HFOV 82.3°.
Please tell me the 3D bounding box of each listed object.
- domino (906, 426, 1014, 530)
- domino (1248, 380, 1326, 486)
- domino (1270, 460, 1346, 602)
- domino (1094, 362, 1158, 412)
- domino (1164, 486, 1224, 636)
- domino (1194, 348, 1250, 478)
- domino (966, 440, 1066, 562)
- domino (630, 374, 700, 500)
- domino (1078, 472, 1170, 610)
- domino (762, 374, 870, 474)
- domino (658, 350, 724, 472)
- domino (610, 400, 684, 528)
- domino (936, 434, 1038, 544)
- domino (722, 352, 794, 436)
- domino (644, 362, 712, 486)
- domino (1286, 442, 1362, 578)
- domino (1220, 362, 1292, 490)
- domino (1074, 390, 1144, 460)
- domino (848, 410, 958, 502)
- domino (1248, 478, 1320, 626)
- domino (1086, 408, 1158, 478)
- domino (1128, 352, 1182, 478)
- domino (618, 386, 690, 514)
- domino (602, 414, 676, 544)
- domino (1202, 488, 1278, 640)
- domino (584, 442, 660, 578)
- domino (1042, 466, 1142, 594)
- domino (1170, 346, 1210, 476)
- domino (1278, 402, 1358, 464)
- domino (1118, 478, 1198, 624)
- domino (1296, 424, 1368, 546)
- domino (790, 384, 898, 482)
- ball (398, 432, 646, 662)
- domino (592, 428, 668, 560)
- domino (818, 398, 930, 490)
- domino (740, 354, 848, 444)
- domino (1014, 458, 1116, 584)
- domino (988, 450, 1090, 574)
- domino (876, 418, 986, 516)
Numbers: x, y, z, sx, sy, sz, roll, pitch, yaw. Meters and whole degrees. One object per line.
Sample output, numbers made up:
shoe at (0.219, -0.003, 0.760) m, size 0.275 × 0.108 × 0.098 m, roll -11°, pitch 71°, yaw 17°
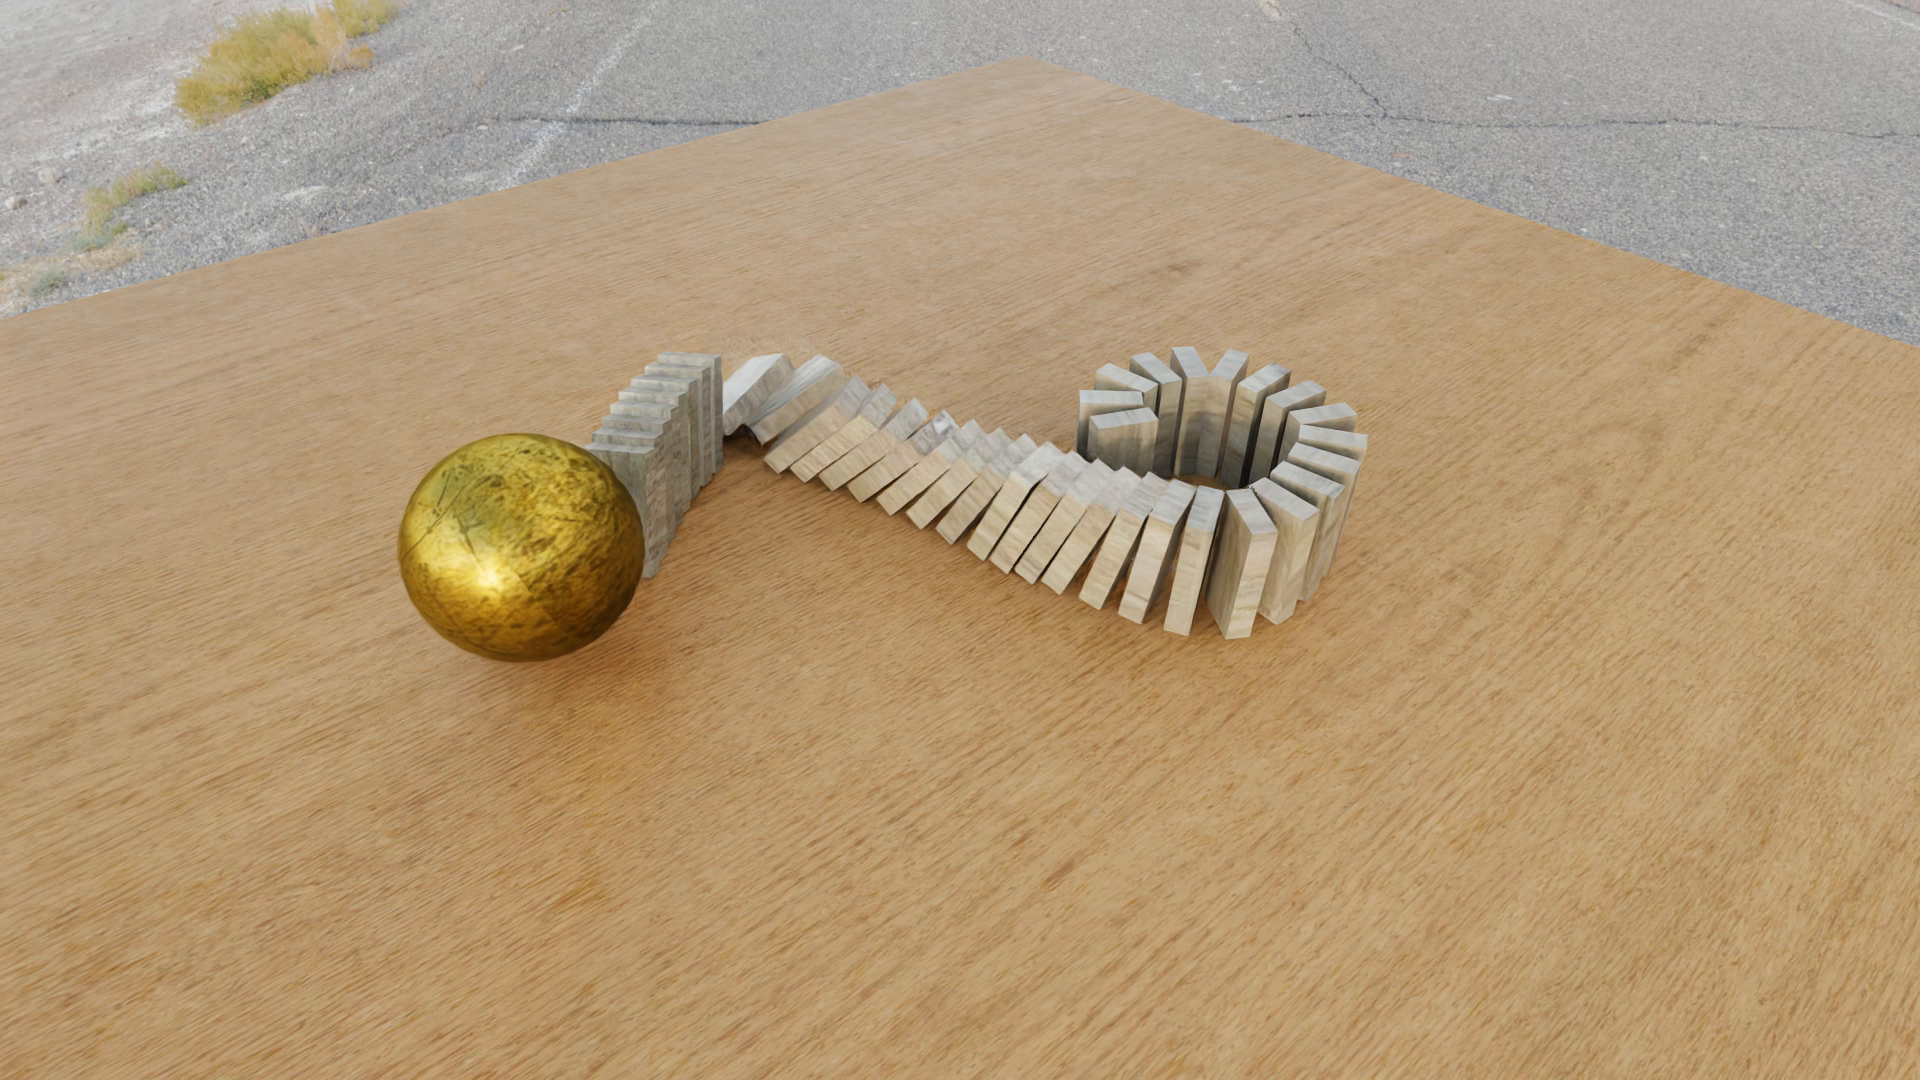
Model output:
domino at (0.000, -0.024, 0.444) m, size 0.009 × 0.050 × 0.025 m, roll 49°, pitch 51°, yaw 0°
domino at (0.136, -0.040, 0.460) m, size 0.025 × 0.050 × 0.009 m, roll -22°, pitch 44°, yaw -25°
domino at (0.126, -0.003, 0.415) m, size 0.025 × 0.050 × 0.010 m, roll 28°, pitch 47°, yaw 30°
domino at (0.069, -0.048, 0.470) m, size 0.025 × 0.050 × 0.009 m, roll 30°, pitch 48°, yaw 31°
domino at (0.085, 0.008, 0.401) m, size 0.010 × 0.050 × 0.025 m, roll 15°, pitch 42°, yaw 14°
domino at (0.114, -0.054, 0.478) m, size 0.010 × 0.050 × 0.025 m, roll 19°, pitch 43°, yaw 22°
domino at (0.021, -0.015, 0.430) m, size 0.010 × 0.050 × 0.025 m, roll 42°, pitch 51°, yaw 9°
domino at (-0.124, -0.043, 0.464) m, size 0.025 × 0.050 × 0.009 m, roll 5°, pitch 19°, yaw 7°
domino at (0.061, 0.001, 0.410) m, size 0.009 × 0.050 × 0.025 m, roll 32°, pitch 47°, yaw 13°
domino at (-0.063, -0.050, 0.479) m, size 0.050 × 0.010 × 0.025 m, roll -31°, pitch 21°, yaw 35°
domino at (-0.117, -0.056, 0.479) m, size 0.025 × 0.050 × 0.010 m, roll 6°, pitch 19°, yaw 7°
domino at (-0.127, -0.031, 0.449) m, size 0.025 × 0.050 × 0.009 m, roll 5°, pitch 19°, yaw 7°
domino at (0.011, -0.020, 0.437) m, size 0.009 × 0.050 × 0.025 m, roll 46°, pitch 51°, yaw 4°
domino at (-0.101, -0.067, 0.509) m, size 0.025 × 0.009 × 0.050 m, roll 2°, pitch 43°, yaw 41°
domino at (-0.121, -0.049, 0.472) m, size 0.025 × 0.050 × 0.009 m, roll 5°, pitch 19°, yaw 7°
domino at (0.136, -0.011, 0.425) m, size 0.025 × 0.050 × 0.009 m, roll 21°, pitch 44°, yaw 23°
domino at (0.126, -0.048, 0.470) m, size 0.025 × 0.050 × 0.009 m, roll -31°, pitch 49°, yaw -32°
domino at (0.061, -0.038, 0.458) m, size 0.025 × 0.050 × 0.010 m, roll 2°, pitch 39°, yaw 2°
domino at (-0.024, -0.035, 0.459) m, size 0.009 × 0.050 × 0.025 m, roll 51°, pitch 49°, yaw -7°
domino at (0.115, 0.005, 0.406) m, size 0.010 × 0.050 × 0.025 m, roll -26°, pitch 46°, yaw -28°
domino at (0.064, -0.028, 0.446) m, size 0.025 × 0.050 × 0.010 m, roll -10°, pitch 40°, yaw -12°
domino at (0.082, -0.053, 0.476) m, size 0.010 × 0.050 × 0.025 m, roll -16°, pitch 42°, yaw -19°
domino at (-0.126, -0.037, 0.456) m, size 0.025 × 0.050 × 0.009 m, roll 5°, pitch 19°, yaw 7°
domino at (-0.129, -0.024, 0.441) m, size 0.025 × 0.050 × 0.009 m, roll 5°, pitch 19°, yaw 7°
domino at (0.101, 0.009, 0.400) m, size 0.009 × 0.050 × 0.025 m, roll -5°, pitch 40°, yaw -9°
domino at (-0.131, -0.011, 0.425) m, size 0.025 × 0.050 × 0.009 m, roll 5°, pitch 19°, yaw 7°
domino at (0.049, -0.003, 0.415) m, size 0.010 × 0.050 × 0.025 m, roll 37°, pitch 48°, yaw 8°
domino at (0.097, -0.056, 0.480) m, size 0.010 × 0.050 × 0.025 m, roll -4°, pitch 40°, yaw -5°
domino at (0.143, -0.031, 0.449) m, size 0.025 × 0.050 × 0.009 m, roll -10°, pitch 40°, yaw -12°
domino at (0.073, 0.005, 0.405) m, size 0.009 × 0.050 × 0.025 m, roll 25°, pitch 45°, yaw 16°
domino at (0.143, -0.020, 0.436) m, size 0.025 × 0.050 × 0.010 m, roll 11°, pitch 41°, yaw 13°
domino at (-0.050, -0.046, 0.474) m, size 0.050 × 0.009 × 0.025 m, roll -30°, pitch 22°, yaw 38°
ball at (-0.152, 0.003, 0.384) m, size 0.080 × 0.080 × 0.080 m, roll 0°, pitch 39°, yaw 0°
domino at (-0.130, -0.018, 0.433) m, size 0.025 × 0.050 × 0.010 m, roll 5°, pitch 19°, yaw 7°
domino at (-0.037, -0.040, 0.467) m, size 0.050 × 0.010 × 0.025 m, roll -29°, pitch 16°, yaw 44°
domino at (-0.078, -0.065, 0.506) m, size 0.050 × 0.010 × 0.025 m, roll -38°, pitch 35°, yaw -13°
domino at (0.040, -0.007, 0.420) m, size 0.009 × 0.050 × 0.025 m, roll 38°, pitch 48°, yaw 7°
domino at (0.030, -0.010, 0.424) m, size 0.010 × 0.050 × 0.025 m, roll 40°, pitch 49°, yaw 7°
domino at (-0.012, -0.029, 0.452) m, size 0.010 × 0.050 × 0.025 m, roll 51°, pitch 50°, yaw -4°
